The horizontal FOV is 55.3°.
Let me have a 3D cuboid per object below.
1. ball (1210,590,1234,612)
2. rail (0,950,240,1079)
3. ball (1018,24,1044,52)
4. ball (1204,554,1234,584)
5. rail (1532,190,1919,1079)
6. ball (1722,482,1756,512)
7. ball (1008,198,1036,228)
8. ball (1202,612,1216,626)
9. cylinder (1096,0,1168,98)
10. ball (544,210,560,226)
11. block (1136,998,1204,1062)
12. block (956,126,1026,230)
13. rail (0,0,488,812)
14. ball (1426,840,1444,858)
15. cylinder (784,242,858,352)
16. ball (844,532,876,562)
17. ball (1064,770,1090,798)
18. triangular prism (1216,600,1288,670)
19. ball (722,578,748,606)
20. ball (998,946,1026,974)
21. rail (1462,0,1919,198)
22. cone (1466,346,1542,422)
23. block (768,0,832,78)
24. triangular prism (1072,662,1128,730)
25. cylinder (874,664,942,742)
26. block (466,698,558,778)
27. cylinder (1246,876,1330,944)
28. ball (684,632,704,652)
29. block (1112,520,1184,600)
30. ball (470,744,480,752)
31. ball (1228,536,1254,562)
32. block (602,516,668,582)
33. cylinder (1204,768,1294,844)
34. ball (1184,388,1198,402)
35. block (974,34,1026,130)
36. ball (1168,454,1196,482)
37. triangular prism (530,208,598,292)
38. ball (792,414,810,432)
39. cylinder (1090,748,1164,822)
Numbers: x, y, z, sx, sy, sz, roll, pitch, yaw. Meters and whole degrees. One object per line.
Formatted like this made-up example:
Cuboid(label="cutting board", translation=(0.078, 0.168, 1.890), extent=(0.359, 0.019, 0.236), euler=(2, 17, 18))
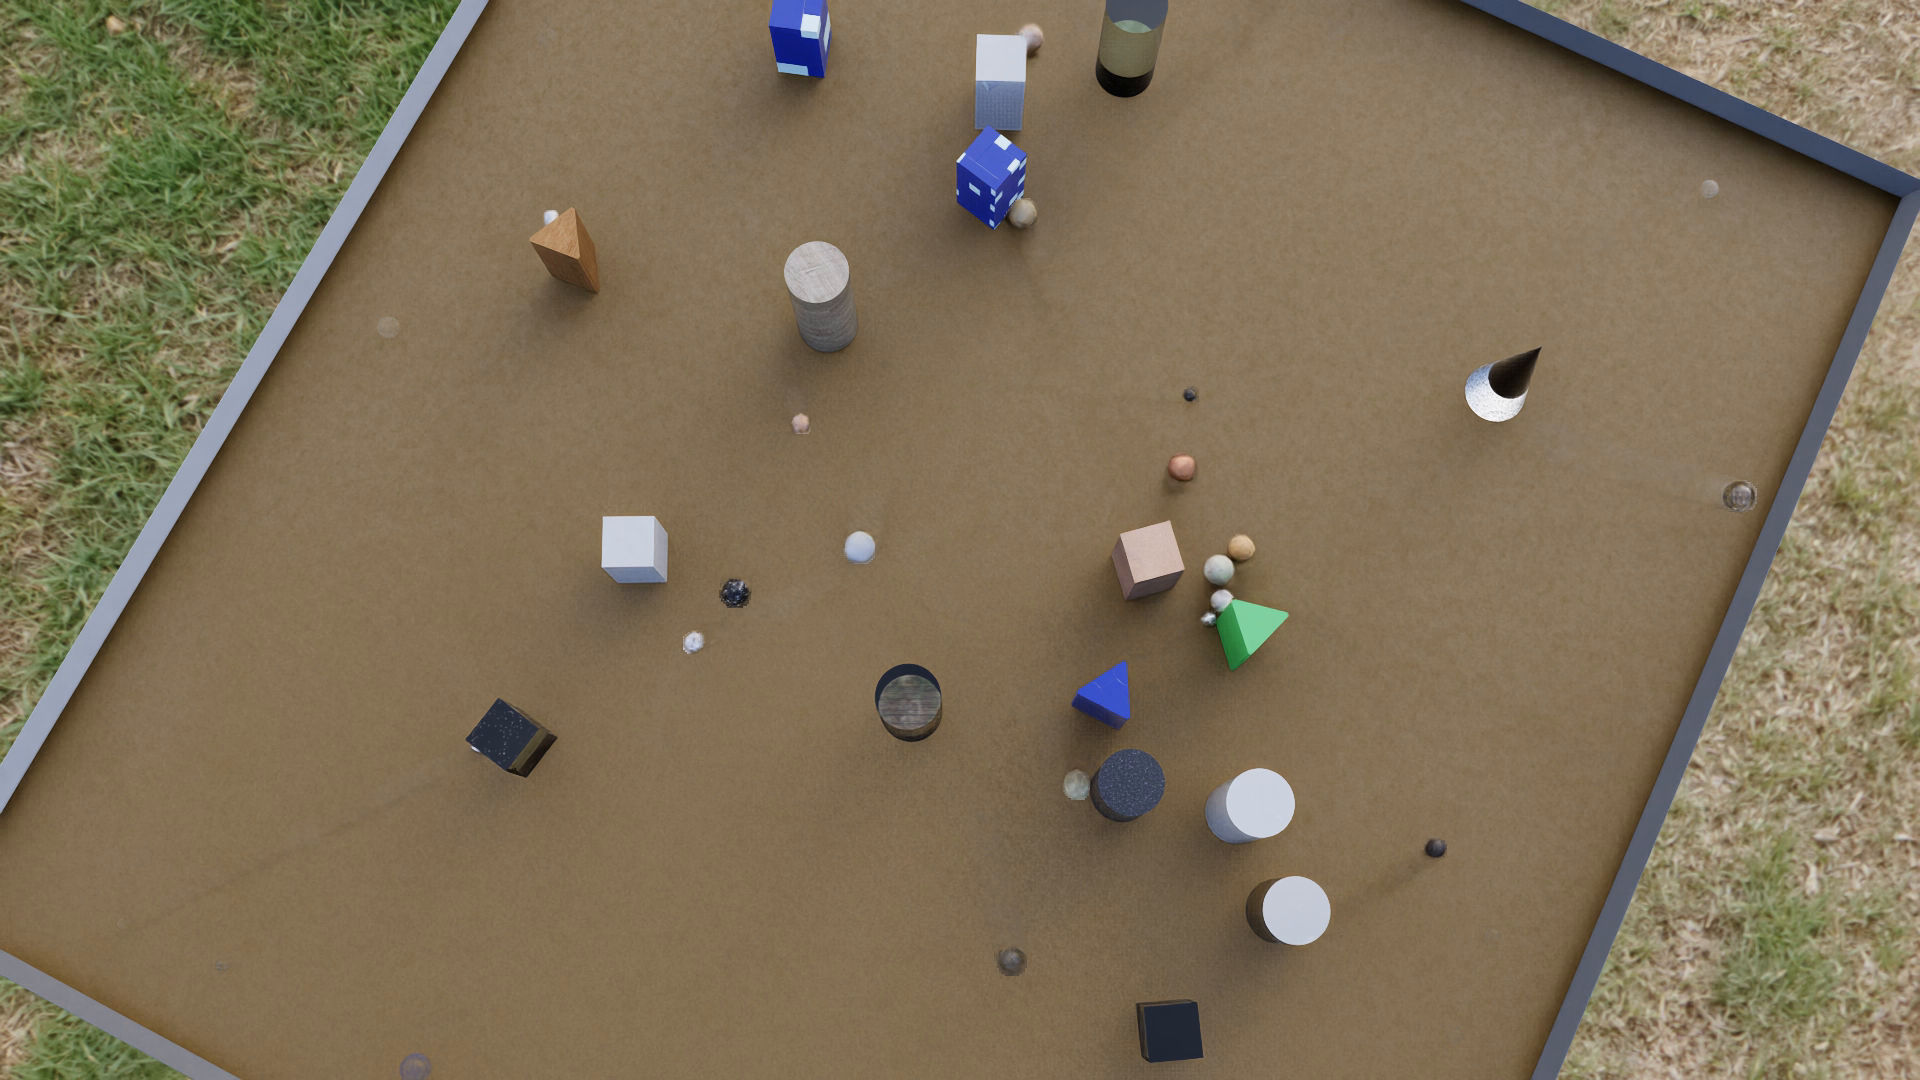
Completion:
Cuboid(label="ball", translation=(0.793, 0.184, 5.544), extent=(0.068, 0.068, 0.068), euler=(0, 78, 0))
Cuboid(label="rail", translation=(-1.048, 2.058, 5.127), extent=(4.411, 0.122, 0.045), euler=(26, 80, 5))
Cuboid(label="ball", translation=(0.226, -1.620, 5.908), extent=(0.086, 0.086, 0.086), euler=(0, 78, 0))
Cuboid(label="ball", translation=(0.785, 0.090, 5.551), extent=(0.091, 0.091, 0.091), euler=(0, 78, 0))
Cuboid(label="rail", translation=(1.952, 0.962, 5.354), extent=(0.045, 0.122, 4.732), euler=(26, 80, 5))
Cuboid(label="ball", translation=(2.380, -0.134, 5.598), extent=(0.091, 0.091, 0.091), euler=(0, 78, 0))
Cuboid(label="ball", translation=(0.196, -1.031, 5.781), extent=(0.090, 0.090, 0.090), euler=(0, 78, 0))
Cuboid(label="ball", translation=(0.753, 0.240, 5.545), extent=(0.043, 0.043, 0.043), euler=(0, 78, 0))
Cuboid(label="cylinder", translation=(0.532, -1.564, 5.716), extent=(0.188, 0.438, 0.188), euler=(0, 78, 0))
Cuboid(label="ball", translation=(-1.292, -1.017, 5.801), extent=(0.049, 0.049, 0.049), euler=(0, 78, 0))
Cuboid(label="block", translation=(0.593, 1.392, 5.208), extent=(0.150, 0.236, 0.150), euler=(-5, 78, -1))
Cuboid(label="block", translation=(0.096, -1.120, 5.683), extent=(0.150, 0.324, 0.150), euler=(38, 81, 7))
Cuboid(label="rail", translation=(-1.952, -0.949, 5.749), extent=(0.045, 0.122, 4.732), euler=(26, 80, 5))
Cuboid(label="ball", translation=(1.400, 0.909, 5.400), extent=(0.055, 0.055, 0.055), euler=(0, 78, 0))
Cuboid(label="cylinder", translation=(-0.414, -0.727, 5.528), extent=(0.188, 0.469, 0.188), euler=(0, 78, 0))
Cuboid(label="ball", translation=(-0.305, 0.021, 5.564), extent=(0.094, 0.094, 0.094), euler=(0, 78, 0))
Cuboid(label="ball", translation=(0.346, 0.722, 5.426), extent=(0.080, 0.080, 0.080), euler=(0, 78, 0))
Cuboid(label="triangular prism", translation=(0.828, 0.255, 5.387), extent=(0.141, 0.347, 0.163), euler=(44, 82, 8))
Cuboid(label="ball", translation=(-0.680, 0.159, 5.542), extent=(0.082, 0.082, 0.082), euler=(0, 78, 0))
Cuboid(label="ball", translation=(0.151, 1.221, 5.324), extent=(0.078, 0.078, 0.078), euler=(0, 78, 0))
Cuboid(label="rail", translation=(1.048, -2.045, 5.976), extent=(4.411, 0.122, 0.045), euler=(26, 80, 5))
Cuboid(label="cone", translation=(1.669, -0.508, 5.484), extent=(0.188, 0.466, 0.188), euler=(0, 78, 0))
Cuboid(label="block", translation=(-0.502, -1.609, 5.790), extent=(0.150, 0.312, 0.150), euler=(8, 78, 2))
Cuboid(label="triangular prism", translation=(0.439, 0.439, 5.367), extent=(0.163, 0.310, 0.141), euler=(27, 80, 5))
Cuboid(label="cylinder", translation=(-0.146, 0.477, 5.337), extent=(0.188, 0.354, 0.188), euler=(0, 78, 0))
Cuboid(label="block", translation=(-1.310, 0.582, 5.367), extent=(0.150, 0.252, 0.150), euler=(36, 81, 7))
Cuboid(label="cylinder", translation=(0.934, 1.060, 5.238), extent=(0.188, 0.312, 0.188), euler=(0, 78, 0))
Cuboid(label="ball", translation=(-0.802, 0.307, 5.523), extent=(0.058, 0.058, 0.058), euler=(0, 78, 0))
Cuboid(label="block", translation=(0.556, 0.065, 5.447), extent=(0.150, 0.306, 0.150), euler=(-15, 79, -3))
Cuboid(label="ball", translation=(-1.441, 0.611, 5.468), extent=(0.044, 0.044, 0.044), euler=(0, 78, 0))
Cuboid(label="ball", translation=(0.855, 0.026, 5.571), extent=(0.079, 0.079, 0.079), euler=(0, 78, 0))
Cuboid(label="block", translation=(-0.970, 0.030, 5.480), extent=(0.150, 0.255, 0.150), euler=(-1, 78, 0))
Cuboid(label="cylinder", translation=(0.822, 0.764, 5.233), extent=(0.188, 0.442, 0.188), euler=(0, 78, 0))
Cuboid(label="ball", translation=(0.715, -0.450, 5.688), extent=(0.042, 0.042, 0.042), euler=(0, 78, 0))
Cuboid(label="block", translation=(0.125, -1.427, 5.733), extent=(0.150, 0.350, 0.150), euler=(2, 78, 0))
Cuboid(label="ball", translation=(0.680, -0.221, 5.618), extent=(0.086, 0.086, 0.086), euler=(0, 78, 0))
Cuboid(label="triangular prism", translation=(-1.190, -0.905, 5.649), extent=(0.163, 0.303, 0.141), euler=(21, 79, 4))
Cuboid(label="ball", translation=(-0.492, -0.361, 5.663), extent=(0.056, 0.056, 0.056), euler=(0, 78, 0))
Cuboid(label="cylinder", translation=(0.481, 0.713, 5.303), extent=(0.188, 0.325, 0.188), euler=(0, 78, 0))
